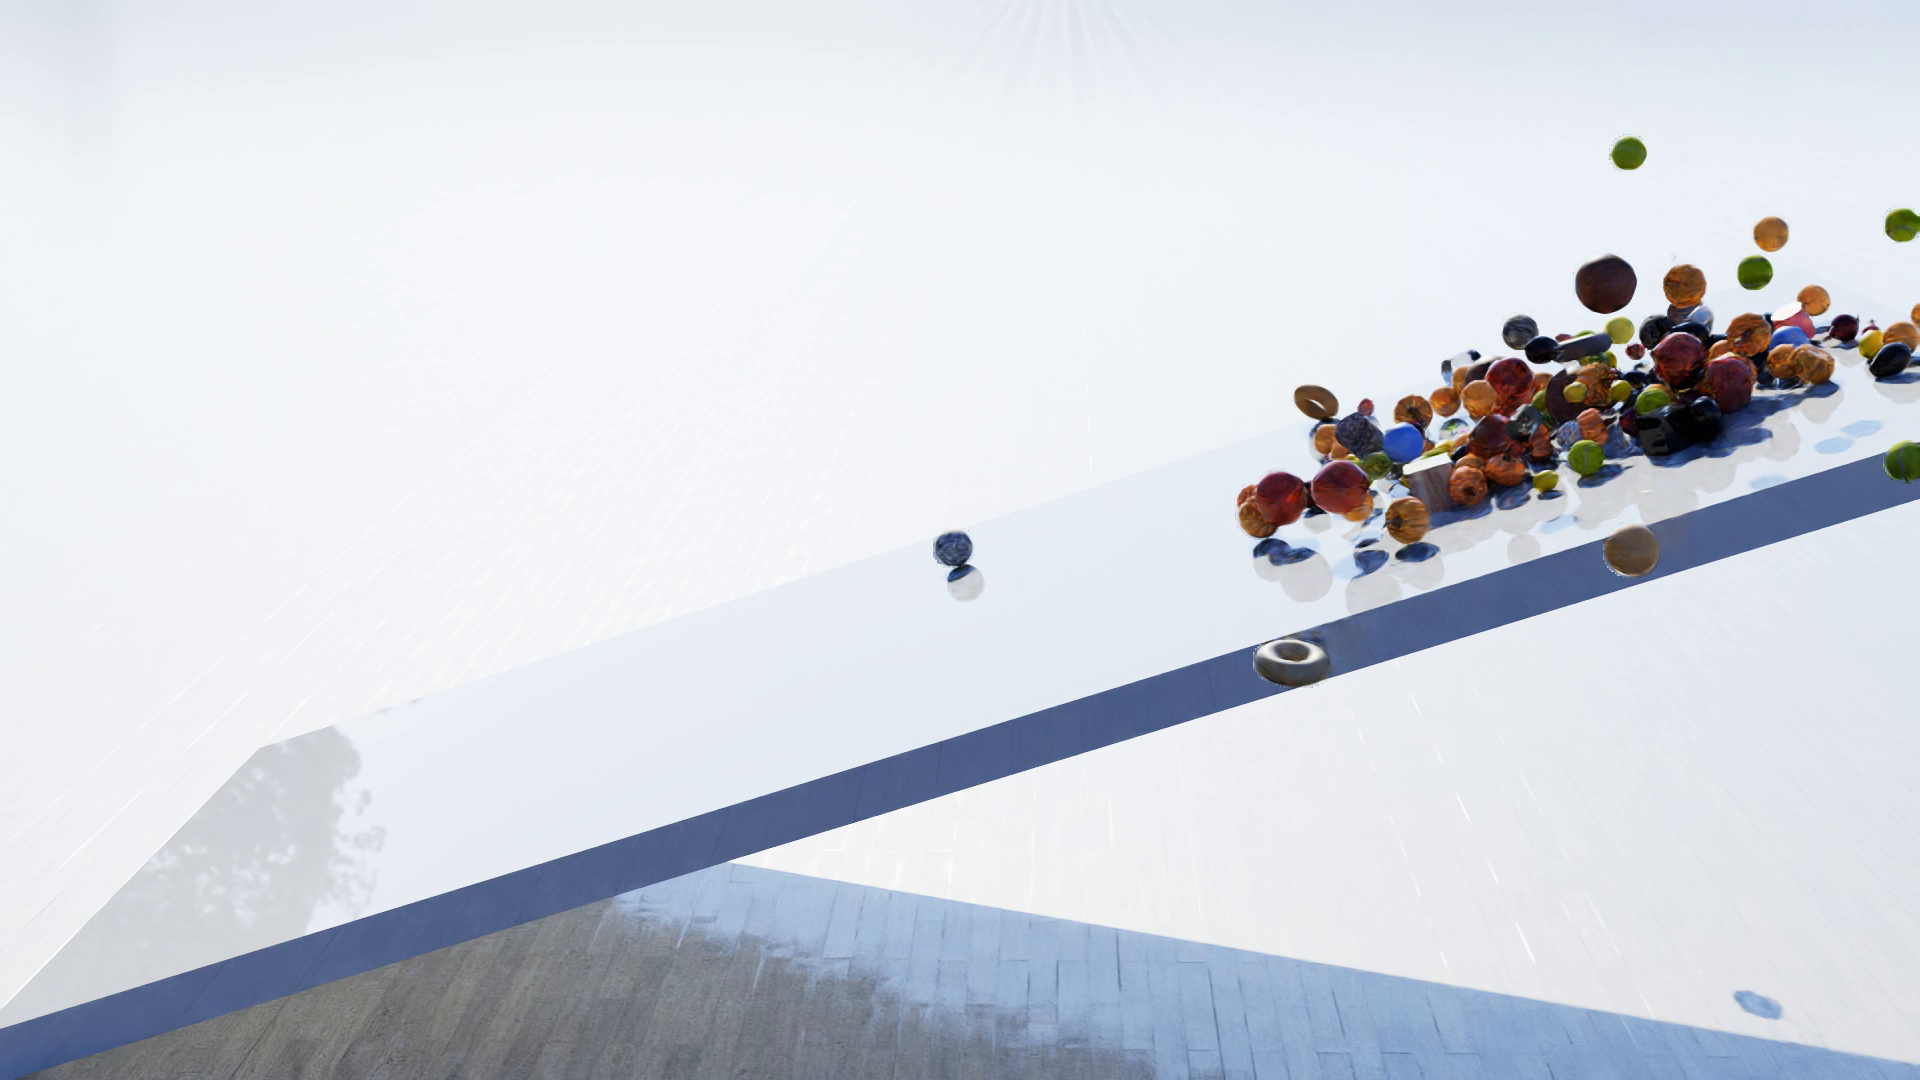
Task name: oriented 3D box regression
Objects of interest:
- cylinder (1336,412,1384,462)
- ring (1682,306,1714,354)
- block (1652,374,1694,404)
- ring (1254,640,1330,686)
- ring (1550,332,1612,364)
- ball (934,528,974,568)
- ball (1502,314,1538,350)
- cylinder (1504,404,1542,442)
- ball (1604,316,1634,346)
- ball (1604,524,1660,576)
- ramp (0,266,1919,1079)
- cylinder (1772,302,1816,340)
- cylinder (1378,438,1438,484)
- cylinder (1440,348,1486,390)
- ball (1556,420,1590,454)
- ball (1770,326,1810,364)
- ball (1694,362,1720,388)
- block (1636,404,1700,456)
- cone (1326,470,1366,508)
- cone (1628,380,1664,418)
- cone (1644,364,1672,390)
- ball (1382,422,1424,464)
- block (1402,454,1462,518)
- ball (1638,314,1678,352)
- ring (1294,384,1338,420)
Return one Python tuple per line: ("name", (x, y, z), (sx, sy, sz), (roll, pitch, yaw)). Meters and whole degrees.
("cylinder", (0.832, -0.213, 6.105), (0.074, 0.074, 0.074), (34, -11, -35))
("ring", (1.594, -0.455, 6.354), (0.036, 0.109, 0.109), (24, 23, 30))
("block", (1.457, -0.304, 6.015), (0.053, 0.053, 0.053), (27, 5, -9))
("ring", (0.585, 0.217, 5.177), (0.134, 0.045, 0.134), (2, 23, -1))
("ring", (1.365, -0.423, 6.464), (0.137, 0.046, 0.137), (-15, 1, 0))
("ball", (-0.014, 0.018, 6.831), (0.090, 0.090, 0.090), (0, 12, 0))
("ball", (1.425, -0.528, 7.484), (0.093, 0.093, 0.093), (0, 12, 0))
("cylinder", (1.077, -0.222, 5.618), (0.053, 0.053, 0.053), (9, 44, 39))
("ball", (1.469, -0.468, 6.554), (0.067, 0.067, 0.067), (0, 12, 0))
("ball", (1.148, 0.017, 5.024), (0.091, 0.091, 0.091), (0, 12, 0))
("ramp", (0.102, 0.182, 6.309), (4.000, 0.100, 2.000), (-17, 10, 5))
("cylinder", (1.768, -0.456, 6.239), (0.069, 0.069, 0.069), (-29, 19, 11))
("cylinder", (0.938, -0.167, 6.157), (0.088, 0.088, 0.088), (-12, 2, -44))
("cylinder", (1.195, -0.406, 6.984), (0.076, 0.076, 0.076), (-22, 19, -20))
("ball", (1.235, -0.207, 5.920), (0.066, 0.066, 0.066), (0, 12, 0))
("ball", (1.715, -0.405, 6.084), (0.079, 0.079, 0.079), (0, 12, 0))
("ball", (1.552, -0.344, 6.113), (0.055, 0.055, 0.055), (0, 12, 0))
("block", (1.370, -0.213, 5.692), (0.077, 0.077, 0.077), (-23, 11, -22))
("cone", (0.815, -0.107, 6.113), (0.080, 0.080, 0.080), (0, 9, 42))
("cone", (1.434, -0.287, 6.078), (0.080, 0.080, 0.080), (7, 11, -7))
("cone", (1.489, -0.323, 6.178), (0.072, 0.072, 0.072), (-9, 30, -36))
("ball", (0.912, -0.200, 6.056), (0.083, 0.083, 0.083), (0, 12, 0))
("block", (0.941, -0.109, 5.854), (0.090, 0.090, 0.090), (-17, 11, 8))
("ball", (1.533, -0.454, 6.457), (0.084, 0.084, 0.084), (0, 12, 0))
("ring", (0.862, -0.334, 7.118), (0.117, 0.117, 0.039), (8, 57, 35))
